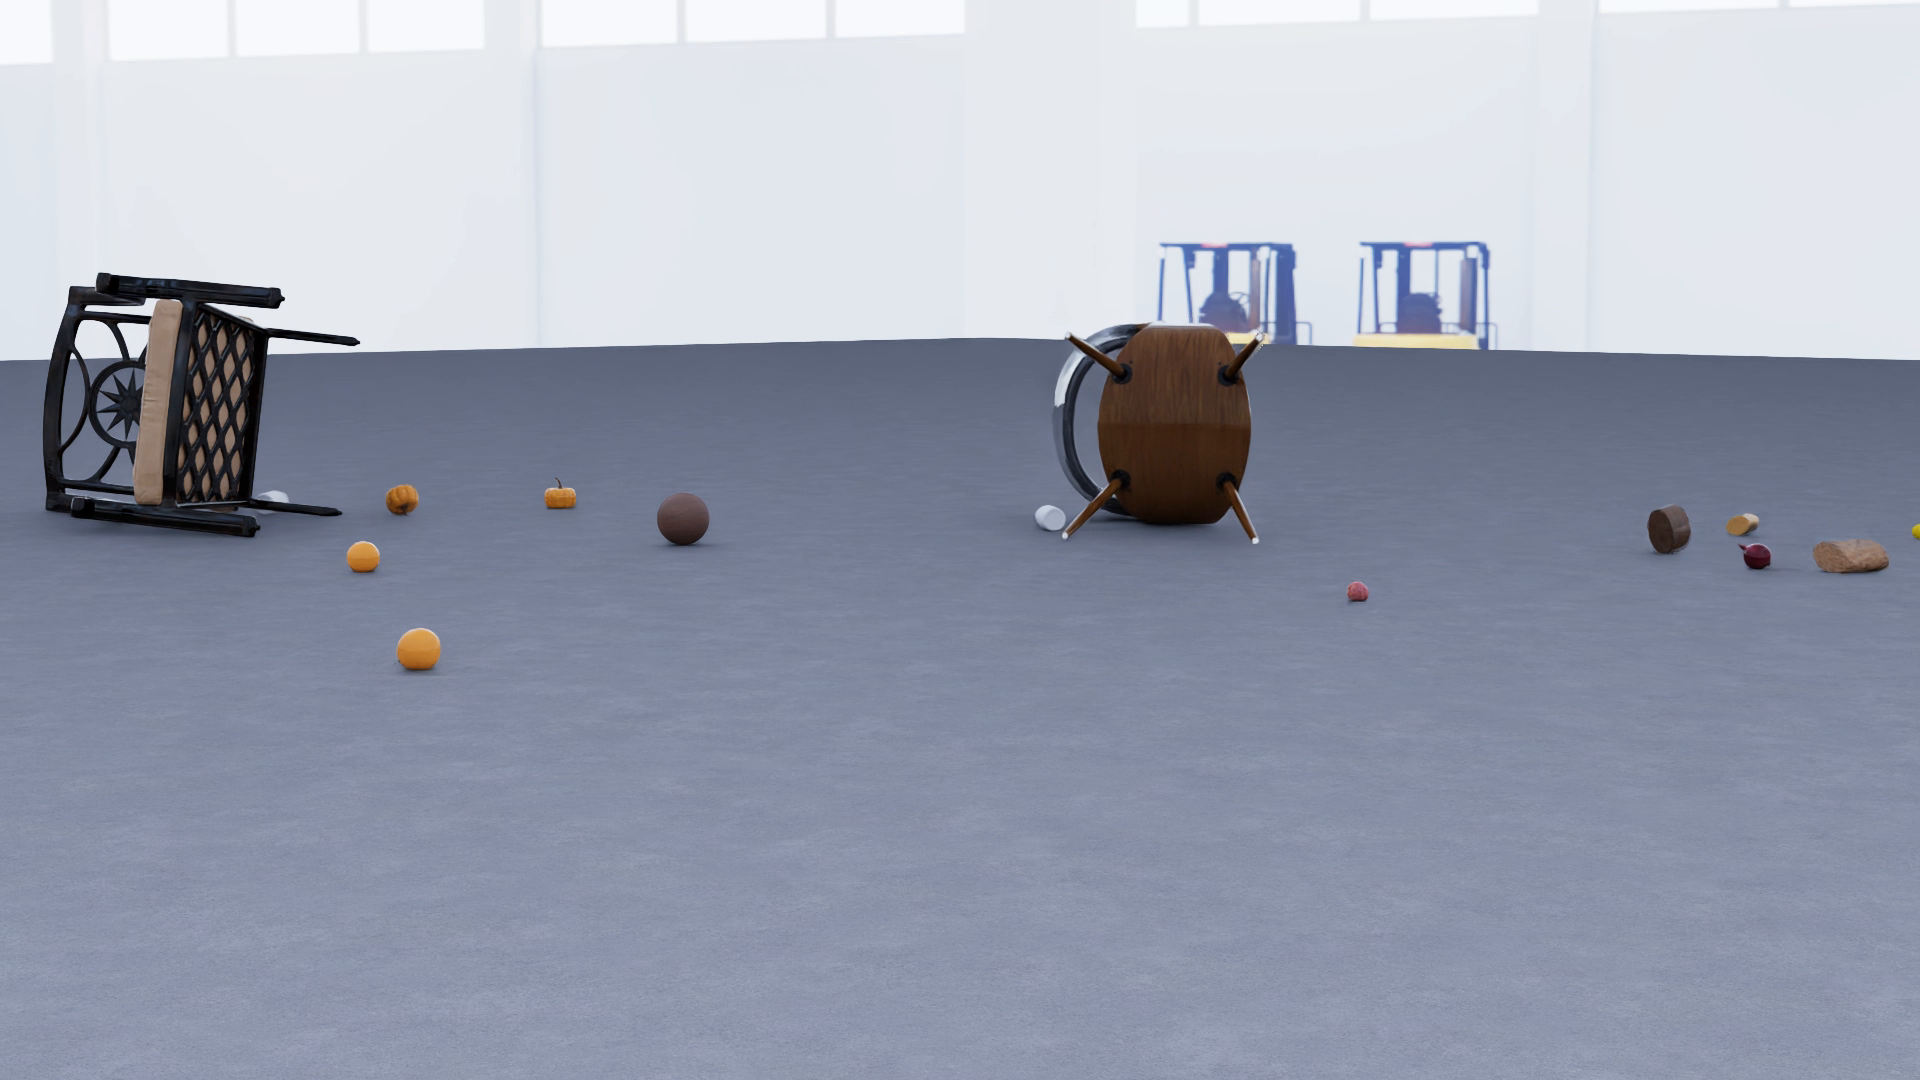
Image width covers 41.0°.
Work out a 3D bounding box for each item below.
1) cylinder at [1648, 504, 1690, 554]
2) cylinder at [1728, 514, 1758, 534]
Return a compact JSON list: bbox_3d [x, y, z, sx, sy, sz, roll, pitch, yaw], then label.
[{"bbox_3d":[1.684,-0.027,6.097,0.055,0.109,0.082,-18,19,-26],"label":"cylinder"},{"bbox_3d":[1.999,-0.040,6.551,0.061,0.047,0.075,-31,-19,28],"label":"cylinder"}]
